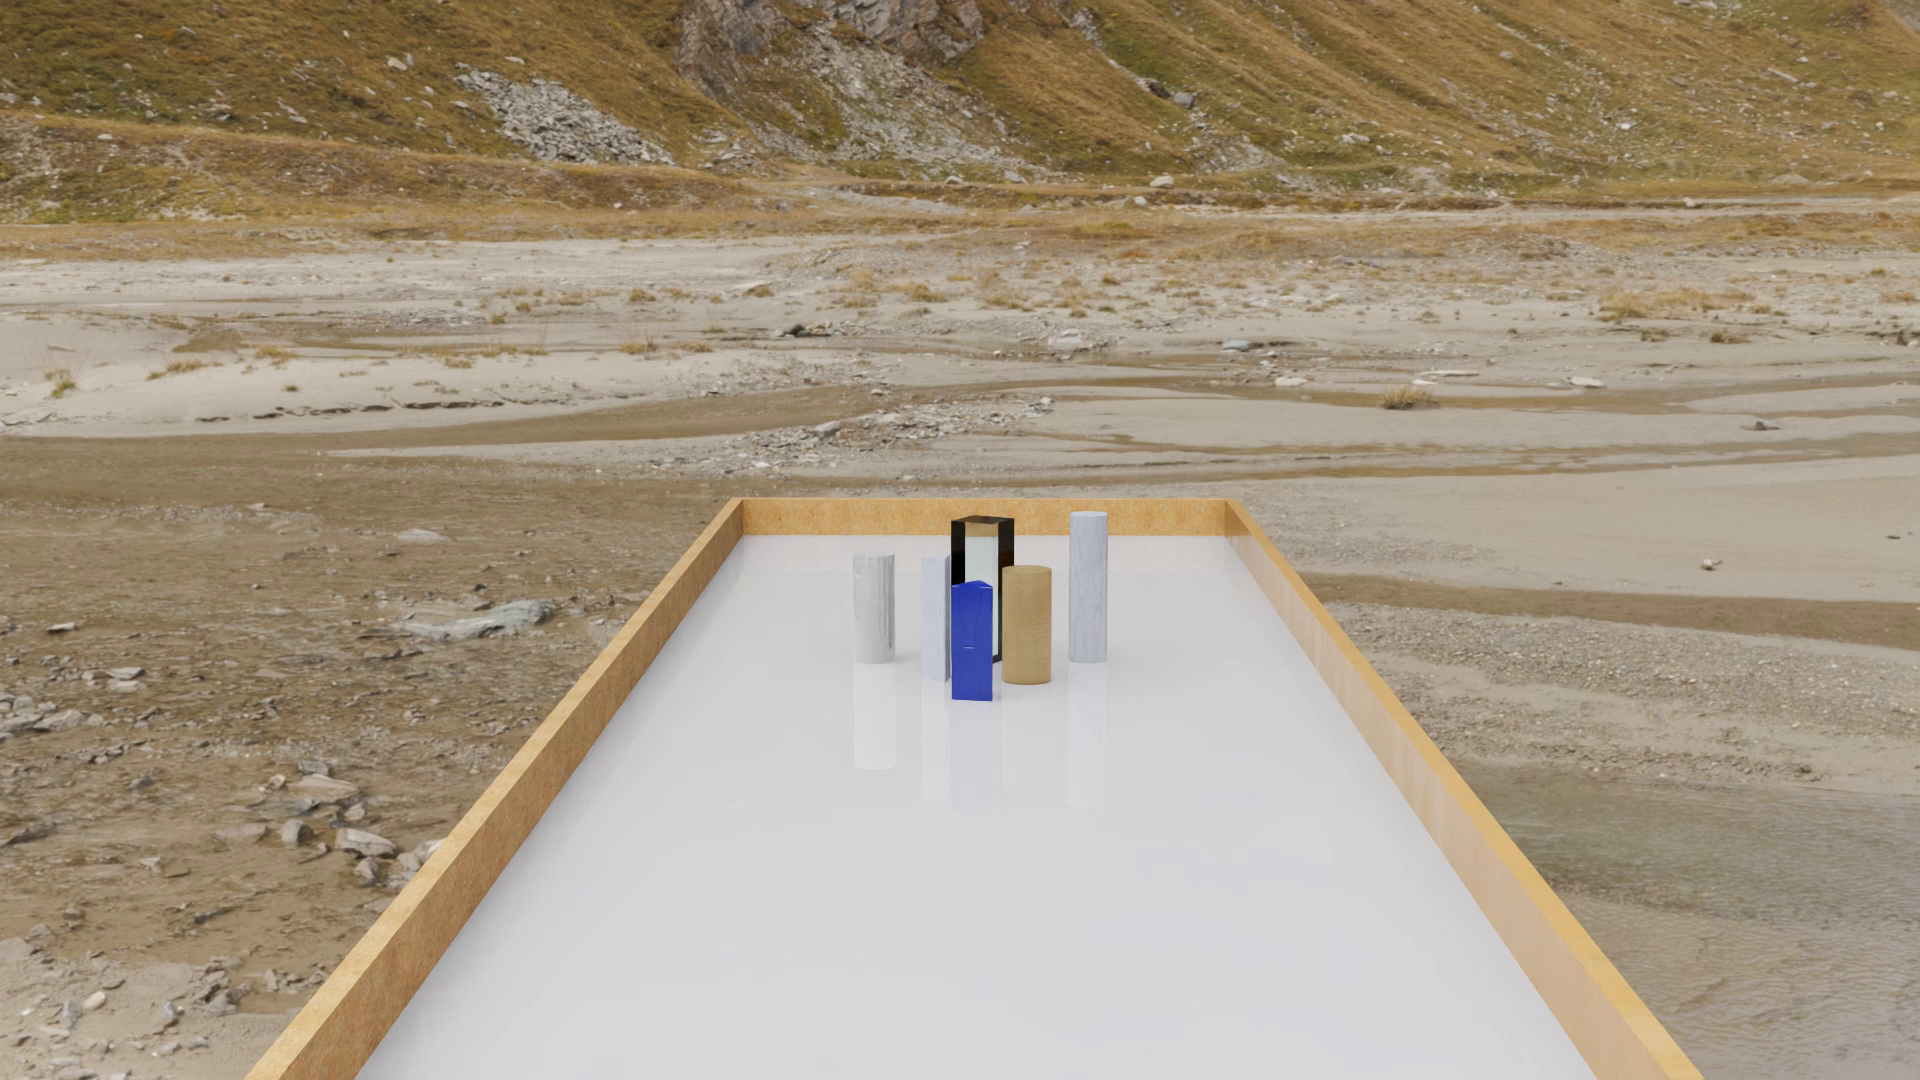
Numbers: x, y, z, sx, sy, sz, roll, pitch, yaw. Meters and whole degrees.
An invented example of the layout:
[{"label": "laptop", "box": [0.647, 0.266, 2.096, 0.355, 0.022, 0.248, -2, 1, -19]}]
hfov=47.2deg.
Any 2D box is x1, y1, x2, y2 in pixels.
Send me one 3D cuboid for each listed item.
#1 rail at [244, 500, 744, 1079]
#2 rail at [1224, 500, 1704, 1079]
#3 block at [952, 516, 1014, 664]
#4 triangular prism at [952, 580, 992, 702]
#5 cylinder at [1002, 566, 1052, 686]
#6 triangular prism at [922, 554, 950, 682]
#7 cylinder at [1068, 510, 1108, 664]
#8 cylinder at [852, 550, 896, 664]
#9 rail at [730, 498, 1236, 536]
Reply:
[{"label": "rail", "box": [-1.004, 0.839, 3.234, 0.050, 0.150, 12.000, 0, 9, 1]}, {"label": "rail", "box": [1.046, 0.843, 3.208, 0.050, 0.150, 12.000, 0, 9, 1]}, {"label": "block", "box": [0.069, 0.149, 6.702, 0.142, 0.428, 0.142, 5, 10, 29]}, {"label": "triangular prism", "box": [0.045, 0.282, 6.194, 0.116, 0.325, 0.101, 2, 9, 13]}, {"label": "cylinder", "box": [0.194, 0.247, 6.404, 0.144, 0.328, 0.144, 0, 9, 0]}, {"label": "triangular prism", "box": [-0.054, 0.225, 6.423, 0.089, 0.364, 0.077, 8, 12, 40]}, {"label": "cylinder", "box": [0.389, 0.143, 6.672, 0.116, 0.450, 0.116, 0, 9, 0]}, {"label": "cylinder", "box": [-0.261, 0.202, 6.683, 0.128, 0.329, 0.128, 0, 9, 0]}, {"label": "rail", "box": [0.099, -0.098, 9.147, 2.100, 0.150, 0.050, 0, 9, 1]}]
